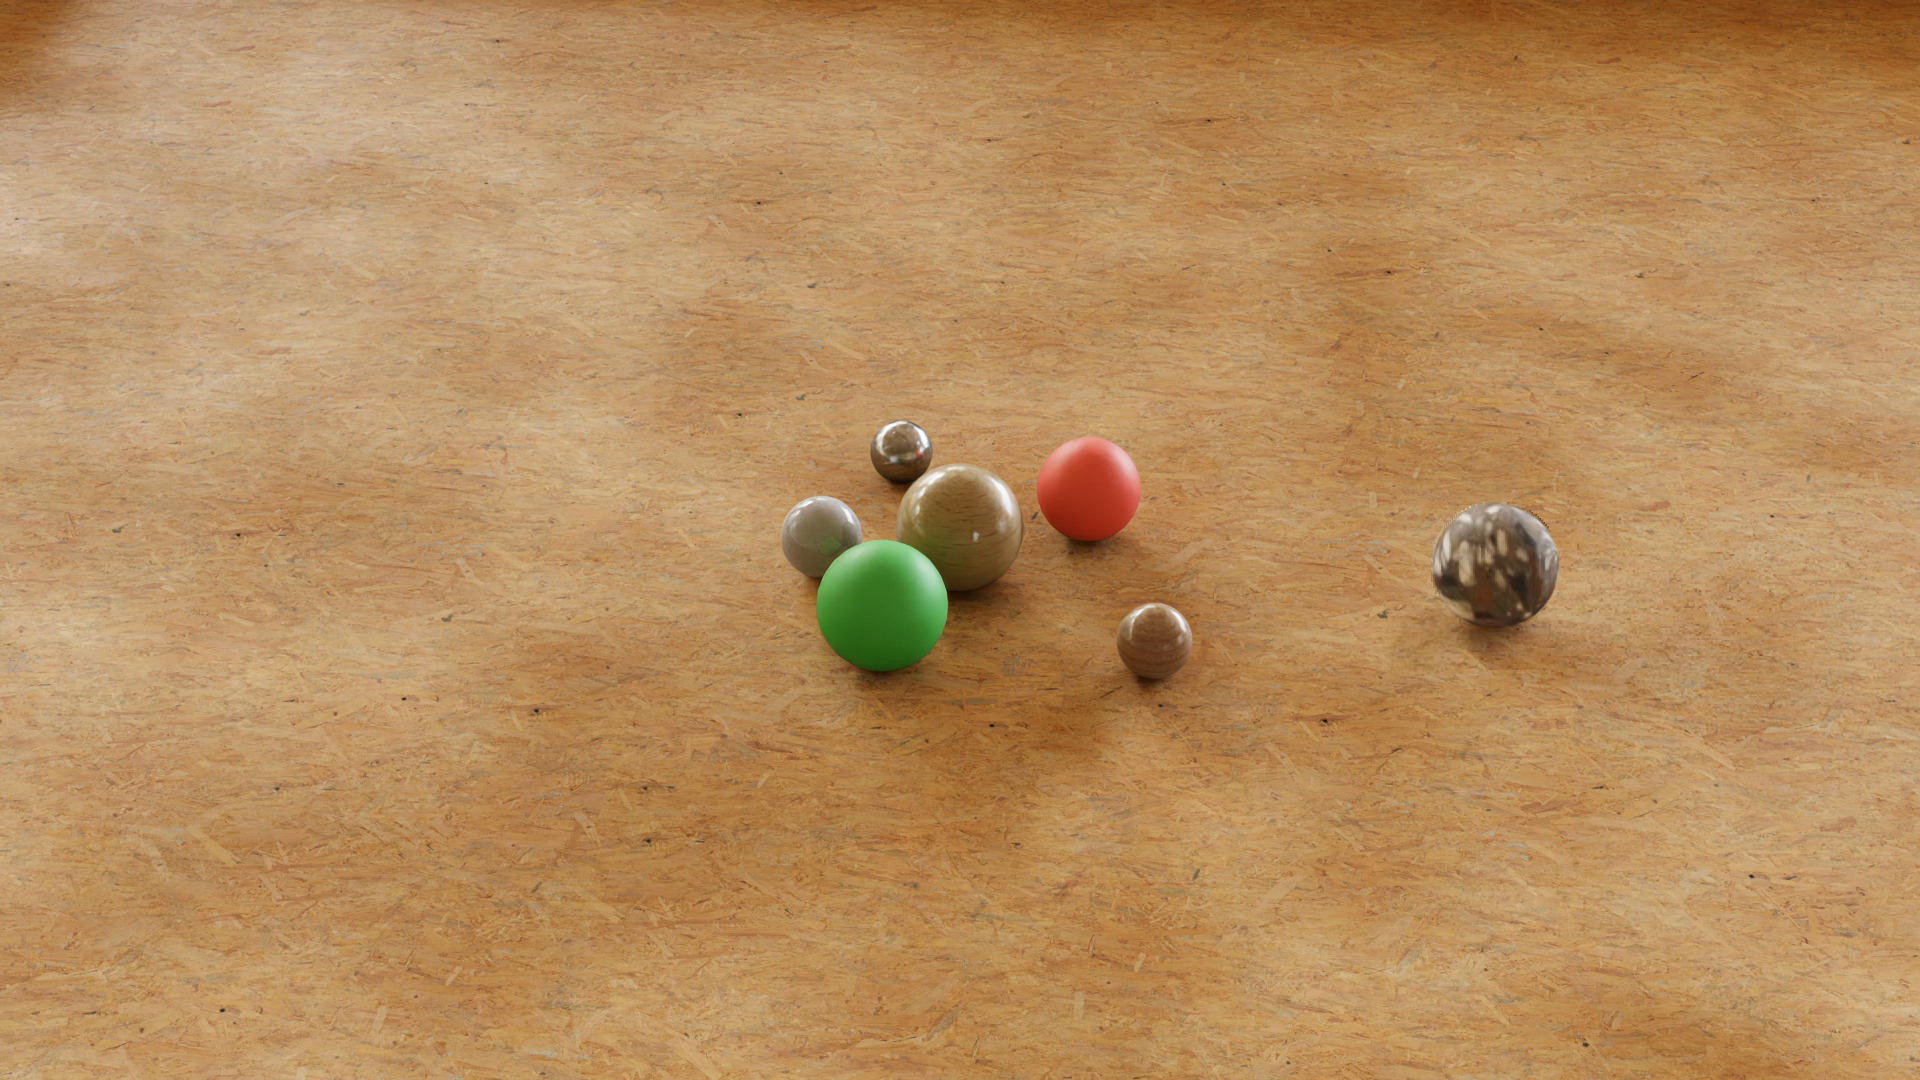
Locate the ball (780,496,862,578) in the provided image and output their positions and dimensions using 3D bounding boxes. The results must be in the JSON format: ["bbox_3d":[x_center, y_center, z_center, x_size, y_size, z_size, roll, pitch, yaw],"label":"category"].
[{"bbox_3d":[-0.090,-0.002,1.672,0.054,0.054,0.054,0,36,0],"label":"ball"}]

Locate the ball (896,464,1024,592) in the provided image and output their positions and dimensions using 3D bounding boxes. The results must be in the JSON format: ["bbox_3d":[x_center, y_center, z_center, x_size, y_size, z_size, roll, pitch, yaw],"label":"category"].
[{"bbox_3d":[0.000,-0.008,1.656,0.083,0.083,0.083,0,36,0],"label":"ball"}]

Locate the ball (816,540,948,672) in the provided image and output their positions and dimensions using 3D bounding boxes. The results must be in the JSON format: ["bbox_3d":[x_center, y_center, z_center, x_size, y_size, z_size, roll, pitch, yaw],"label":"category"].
[{"bbox_3d":[-0.048,0.041,1.589,0.082,0.082,0.082,0,36,0],"label":"ball"}]

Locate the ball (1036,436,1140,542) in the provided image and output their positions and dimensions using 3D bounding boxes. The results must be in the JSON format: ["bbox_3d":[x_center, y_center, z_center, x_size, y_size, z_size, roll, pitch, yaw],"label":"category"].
[{"bbox_3d":[0.085,-0.034,1.703,0.069,0.069,0.069,0,36,0],"label":"ball"}]

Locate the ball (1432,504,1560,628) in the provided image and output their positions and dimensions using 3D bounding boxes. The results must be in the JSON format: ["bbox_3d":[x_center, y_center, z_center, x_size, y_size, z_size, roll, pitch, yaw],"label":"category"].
[{"bbox_3d":[0.339,0.016,1.626,0.079,0.079,0.079,0,36,0],"label":"ball"}]

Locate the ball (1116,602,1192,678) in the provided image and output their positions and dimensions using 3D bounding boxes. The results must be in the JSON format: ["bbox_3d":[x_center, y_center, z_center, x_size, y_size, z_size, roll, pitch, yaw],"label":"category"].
[{"bbox_3d":[0.120,0.062,1.589,0.047,0.047,0.047,0,36,0],"label":"ball"}]

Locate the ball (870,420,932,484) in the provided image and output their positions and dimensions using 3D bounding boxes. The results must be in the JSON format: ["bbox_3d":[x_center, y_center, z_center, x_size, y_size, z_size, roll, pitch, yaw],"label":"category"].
[{"bbox_3d":[-0.040,-0.061,1.762,0.043,0.043,0.043,0,36,0],"label":"ball"}]
